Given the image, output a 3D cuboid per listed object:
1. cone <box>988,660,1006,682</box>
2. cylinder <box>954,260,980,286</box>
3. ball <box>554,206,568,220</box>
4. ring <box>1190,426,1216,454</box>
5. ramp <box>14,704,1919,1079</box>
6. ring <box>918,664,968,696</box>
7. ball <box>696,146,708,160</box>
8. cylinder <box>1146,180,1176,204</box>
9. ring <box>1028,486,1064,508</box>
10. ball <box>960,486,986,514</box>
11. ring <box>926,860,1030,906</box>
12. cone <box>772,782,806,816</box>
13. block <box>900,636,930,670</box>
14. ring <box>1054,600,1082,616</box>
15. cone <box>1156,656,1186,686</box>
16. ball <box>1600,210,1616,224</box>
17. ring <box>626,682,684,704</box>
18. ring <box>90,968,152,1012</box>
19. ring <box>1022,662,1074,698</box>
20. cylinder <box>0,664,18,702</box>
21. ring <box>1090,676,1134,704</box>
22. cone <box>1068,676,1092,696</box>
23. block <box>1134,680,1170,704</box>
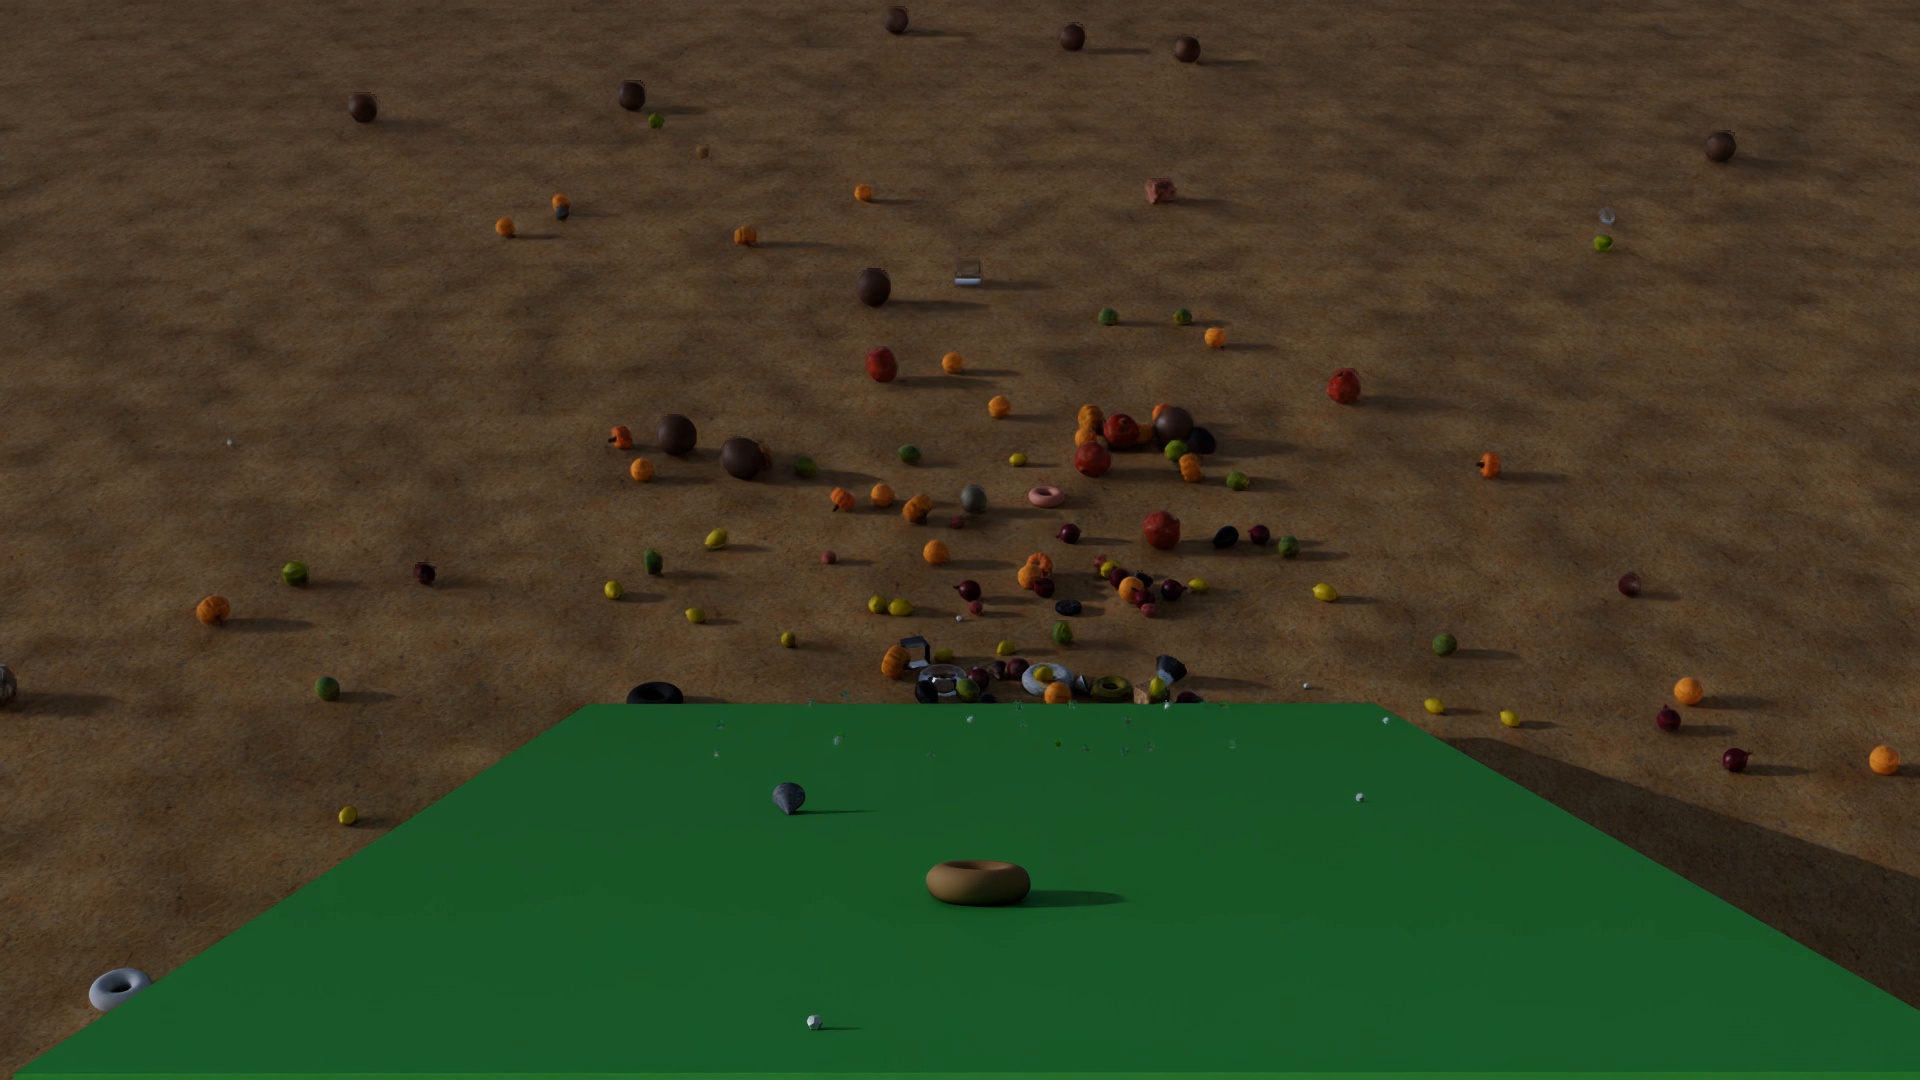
[{"bbox_3d":[0.102,0.358,6.868,0.052,0.052,0.052,-5,52,-10],"label":"cone"},{"bbox_3d":[0.028,-1.000,9.652,0.093,0.093,0.093,-1,25,-3],"label":"cylinder"},{"bbox_3d":[-1.602,-1.315,10.364,0.054,0.054,0.054,0,25,0],"label":"ball"},{"bbox_3d":[0.778,-0.319,8.240,0.100,0.033,0.100,30,36,-25],"label":"ring"},{"bbox_3d":[0.058,0.522,4.561,2.000,0.100,4.000,0,2,0],"label":"ramp"},{"bbox_3d":[-0.044,0.370,6.819,0.134,0.045,0.134,1,25,-1],"label":"ring"},{"bbox_3d":[-1.111,-1.671,11.111,0.058,0.058,0.058,0,25,0],"label":"ball"},{"bbox_3d":[0.823,-1.426,10.555,0.091,0.091,0.091,-10,27,-20],"label":"cylinder"},{"bbox_3d":[0.264,-0.132,7.888,0.112,0.037,0.112,1,25,-1],"label":"ring"},{"bbox_3d":[0.041,-0.121,7.812,0.081,0.081,0.081,0,25,0],"label":"ball"},{"bbox_3d":[0.025,0.476,3.585,0.146,0.049,0.146,1,1,0],"label":"ring"},{"bbox_3d":[-0.297,0.462,4.480,0.058,0.058,0.058,-1,28,-3],"label":"cone"},{"bbox_3d":[-0.121,0.302,6.941,0.061,0.061,0.061,-10,27,-20],"label":"block"},{"bbox_3d":[0.303,0.189,7.224,0.075,0.025,0.075,0,24,0],"label":"ring"},{"bbox_3d":[0.541,0.368,6.827,0.090,0.090,0.090,14,56,28],"label":"cone"},{"bbox_3d":[2.592,-1.294,10.314,0.058,0.058,0.058,0,25,0],"label":"ball"},{"bbox_3d":[-0.794,0.418,6.713,0.148,0.049,0.148,0,26,0],"label":"ring"},{"bbox_3d":[-1.806,0.971,5.551,0.132,0.044,0.132,0,27,0],"label":"ring"},{"bbox_3d":[0.233,0.370,6.815,0.140,0.047,0.140,0,27,0],"label":"ring"},{"bbox_3d":[-2.530,0.383,6.735,0.091,0.091,0.091,16,30,31],"label":"cylinder"},{"bbox_3d":[0.398,0.393,6.776,0.116,0.039,0.116,-1,27,0],"label":"ring"},{"bbox_3d":[0.306,0.393,6.790,0.059,0.059,0.059,-25,23,10],"label":"cone"},{"bbox_3d":[0.498,0.412,6.702,0.067,0.067,0.067,-15,29,-29],"label":"block"}]
